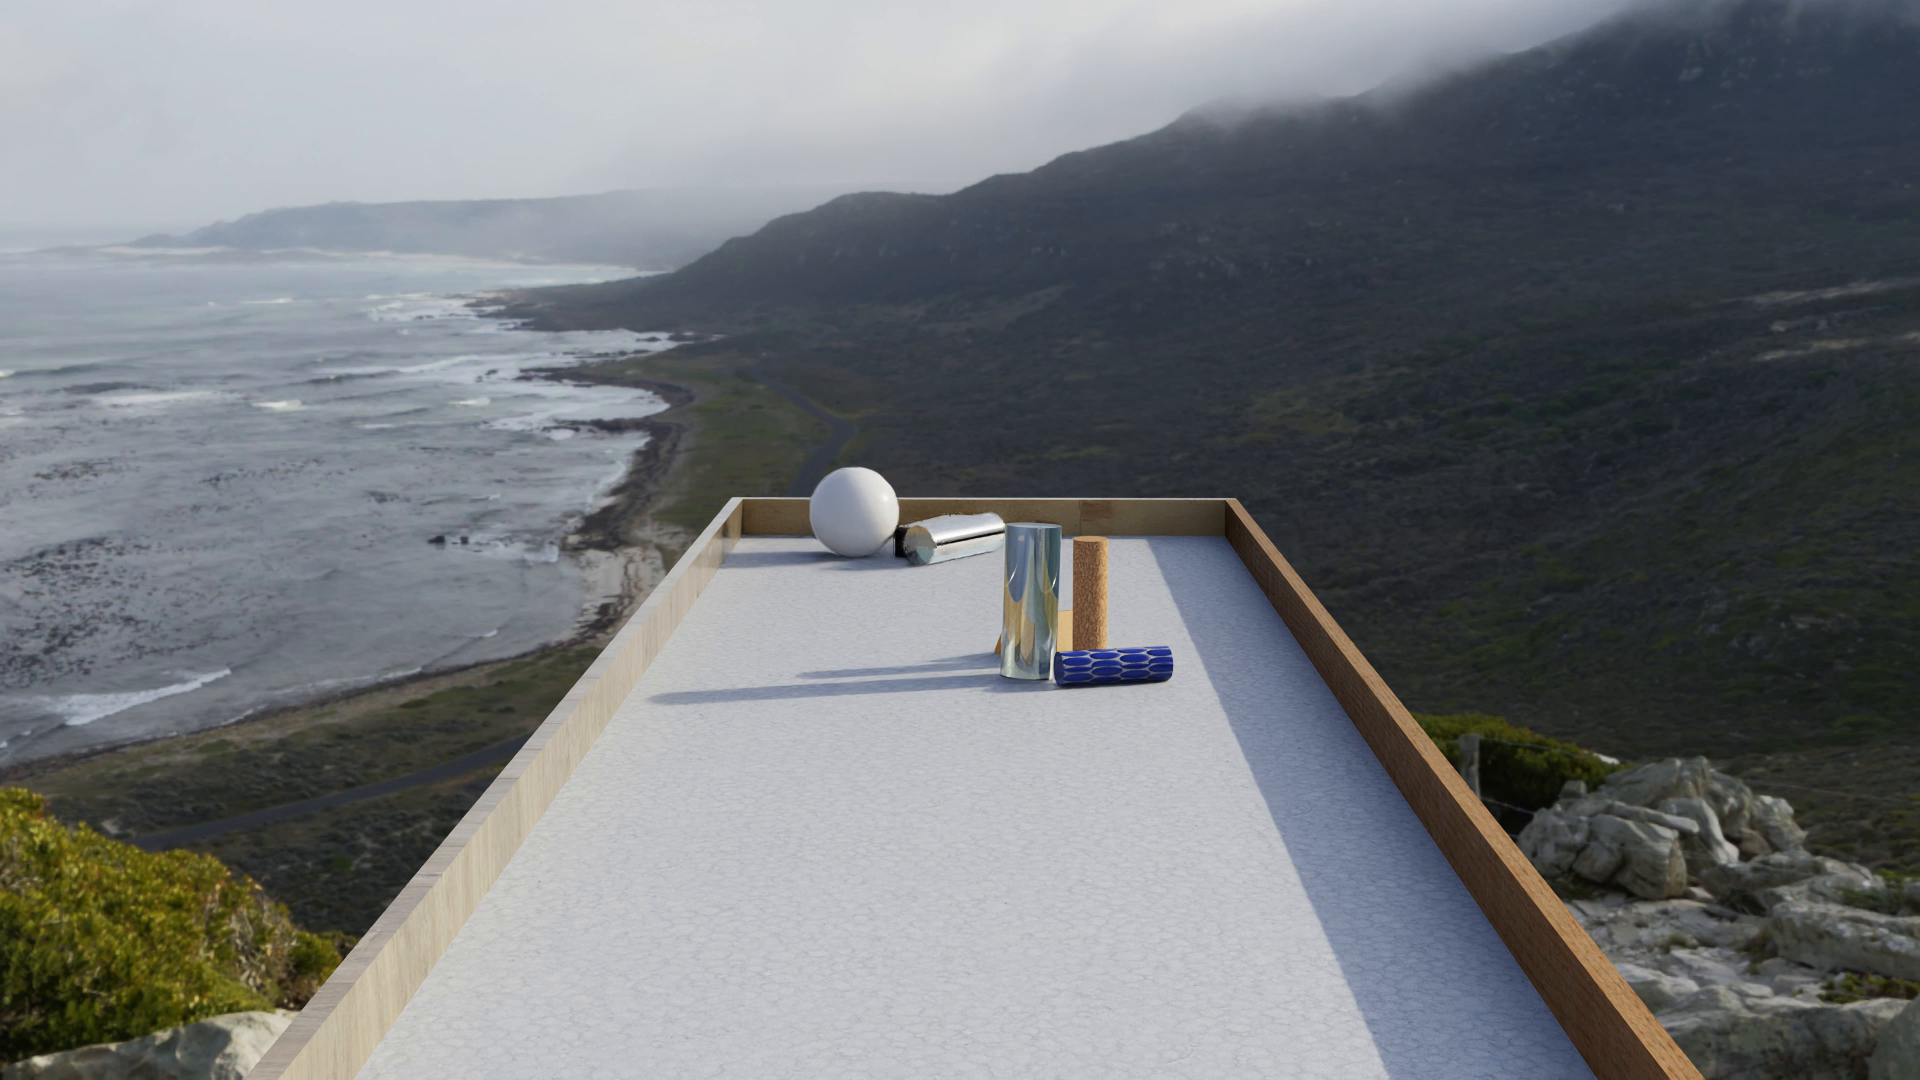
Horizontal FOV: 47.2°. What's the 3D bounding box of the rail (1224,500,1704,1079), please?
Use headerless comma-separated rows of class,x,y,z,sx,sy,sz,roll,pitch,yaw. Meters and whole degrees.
rail,1.046,0.843,3.208,0.050,0.150,12.000,0,9,1

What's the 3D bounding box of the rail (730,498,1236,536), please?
rail,0.099,-0.098,9.147,2.100,0.150,0.050,0,9,1

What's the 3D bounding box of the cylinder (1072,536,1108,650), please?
cylinder,0.396,0.180,6.694,0.106,0.370,0.106,0,9,0

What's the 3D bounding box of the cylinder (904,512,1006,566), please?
cylinder,-0.015,-0.006,8.558,0.154,0.154,0.449,7,11,38

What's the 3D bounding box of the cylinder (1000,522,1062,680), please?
cylinder,0.207,0.178,6.431,0.164,0.445,0.164,2,6,0

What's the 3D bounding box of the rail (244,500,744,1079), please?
rail,-1.004,0.839,3.234,0.050,0.150,12.000,0,9,1

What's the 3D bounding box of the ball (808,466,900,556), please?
ball,-0.414,-0.112,8.592,0.352,0.352,0.352,0,9,0

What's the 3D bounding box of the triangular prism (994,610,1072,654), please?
triangular prism,0.282,0.282,6.829,0.330,0.118,0.137,-6,11,-33

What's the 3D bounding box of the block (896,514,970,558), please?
block,-0.093,-0.017,8.737,0.118,0.118,0.423,5,10,30

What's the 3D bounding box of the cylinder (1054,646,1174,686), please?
cylinder,0.445,0.365,6.384,0.333,0.101,0.101,-2,9,-15
